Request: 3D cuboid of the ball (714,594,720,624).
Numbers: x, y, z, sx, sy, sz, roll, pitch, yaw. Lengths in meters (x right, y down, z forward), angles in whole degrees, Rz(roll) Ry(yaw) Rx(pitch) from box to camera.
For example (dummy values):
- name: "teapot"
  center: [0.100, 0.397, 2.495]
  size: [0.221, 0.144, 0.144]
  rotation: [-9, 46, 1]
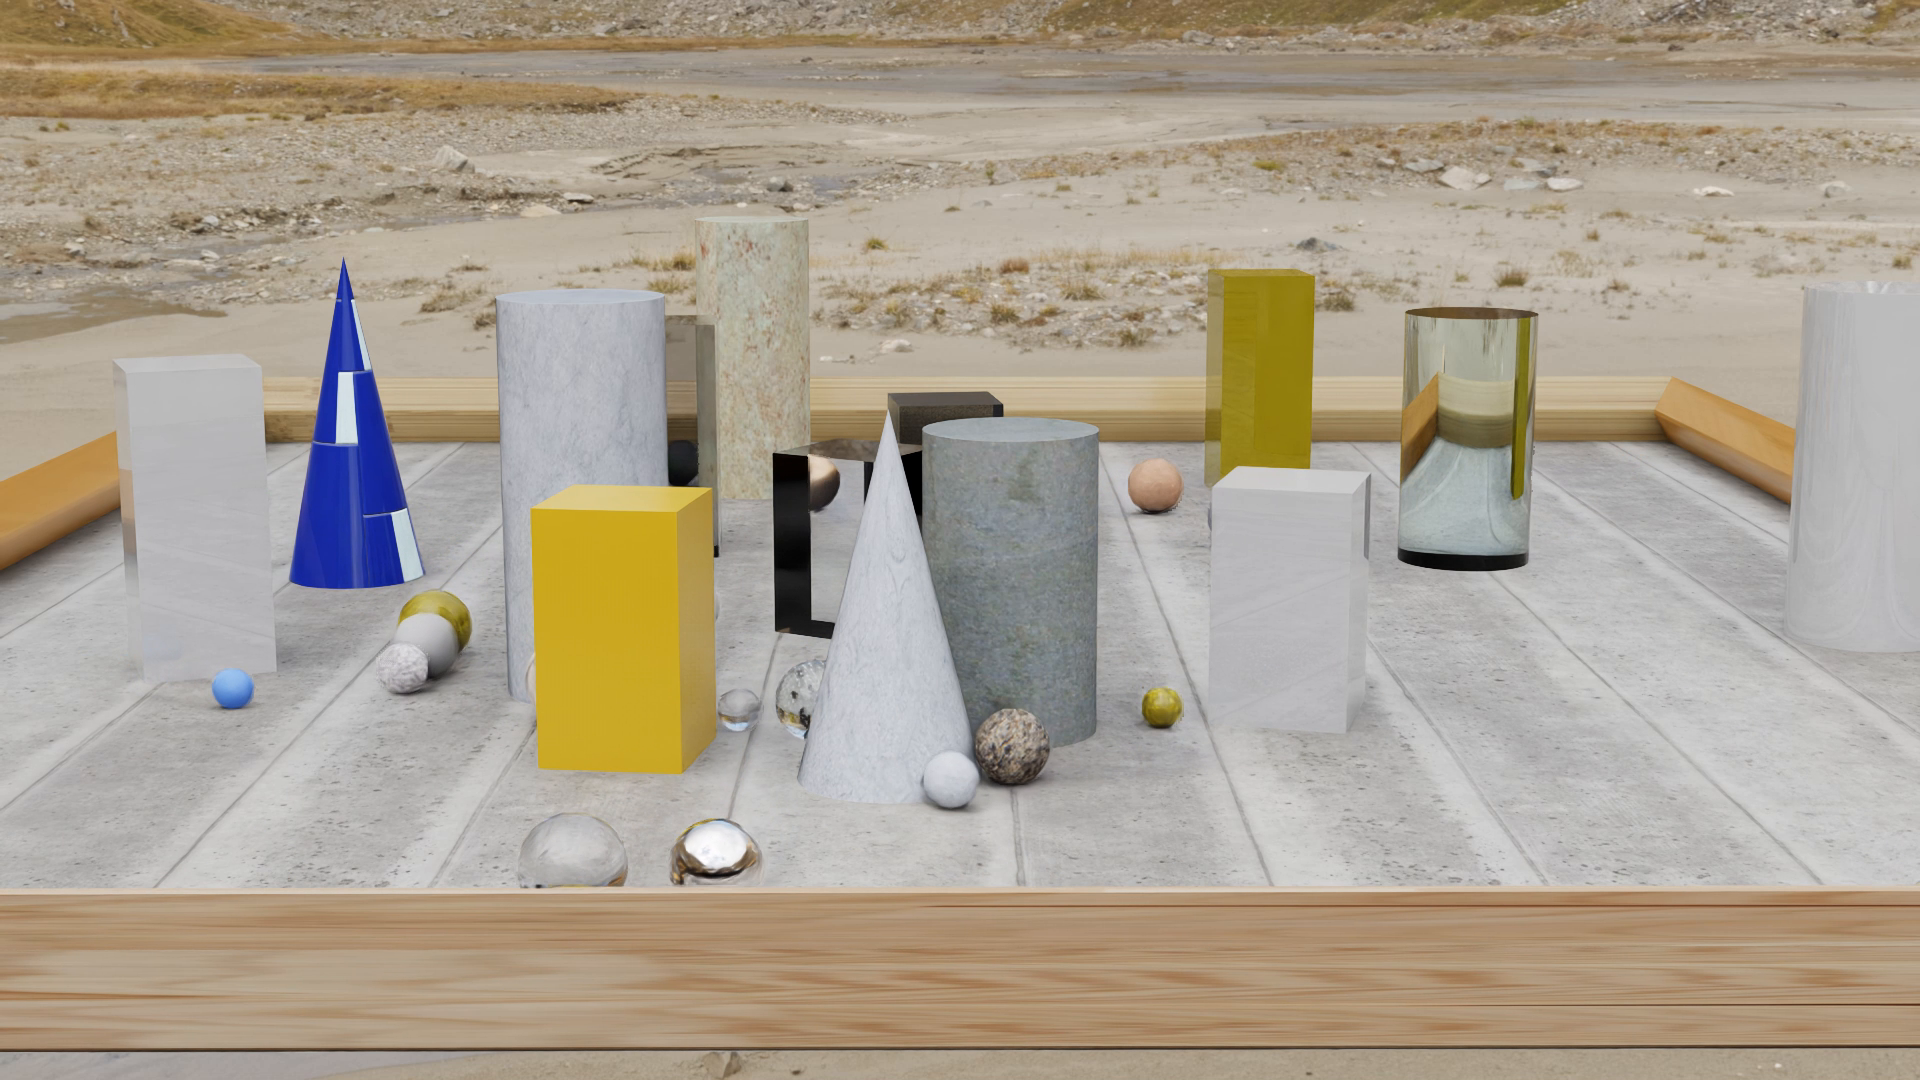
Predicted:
- name: "ball"
  center: [-0.340, 0.089, 3.330]
  size: [0.059, 0.059, 0.059]
  rotation: [0, 11, 0]

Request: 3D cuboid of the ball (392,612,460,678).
- name: "ball"
  center: [-0.640, 0.126, 3.073]
  size: [0.079, 0.079, 0.079]
  rotation: [0, 11, 0]

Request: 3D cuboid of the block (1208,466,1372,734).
- name: "block"
  center: [0.372, 0.064, 2.891]
  size: [0.154, 0.268, 0.154]
  rotation: [3, 11, 16]

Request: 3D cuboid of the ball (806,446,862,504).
- name: "ball"
  center: [-0.211, -0.108, 4.289]
  size: [0.096, 0.096, 0.096]
  rotation: [0, 11, 0]

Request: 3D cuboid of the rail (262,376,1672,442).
- name: "rail"
  center: [-0.009, -0.251, 4.970]
  size: [2.792, 0.125, 0.045]
  rotation: [0, 11, 0]

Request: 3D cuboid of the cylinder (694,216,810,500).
- name: "cylinder"
  center: [-0.353, -0.315, 4.391]
  size: [0.192, 0.465, 0.192]
  rotation: [0, 11, 0]

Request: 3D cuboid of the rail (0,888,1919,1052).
- name: "rail"
  center: [0.009, 0.315, 1.928]
  size: [2.792, 0.125, 0.045]
  rotation: [0, 11, 0]

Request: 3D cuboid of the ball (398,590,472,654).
- name: "ball"
  center: [-0.646, 0.106, 3.155]
  size: [0.090, 0.090, 0.090]
  rotation: [0, 11, 0]

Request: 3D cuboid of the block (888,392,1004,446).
- name: "block"
  center: [-0.023, -0.096, 3.847]
  size: [0.154, 0.234, 0.154]
  rotation: [-1, 11, -8]

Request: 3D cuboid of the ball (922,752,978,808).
- name: "ball"
  center: [-0.009, 0.237, 2.541]
  size: [0.056, 0.056, 0.056]
  rotation: [0, 11, 0]

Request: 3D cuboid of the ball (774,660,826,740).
- name: "ball"
  center: [-0.156, 0.175, 2.785]
  size: [0.090, 0.090, 0.090]
  rotation: [0, 11, 0]

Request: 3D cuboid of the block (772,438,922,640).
- name: "block"
  center: [-0.135, -0.001, 3.334]
  size: [0.154, 0.235, 0.154]
  rotation: [6, 12, 30]

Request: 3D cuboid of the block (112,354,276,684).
- name: "block"
  center: [-0.930, -0.030, 3.114]
  size: [0.154, 0.372, 0.154]
  rotation: [-5, 11, -23]

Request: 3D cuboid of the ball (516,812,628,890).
- name: "ball"
  center: [-0.333, 0.281, 2.201]
  size: [0.095, 0.095, 0.095]
  rotation: [0, 11, 0]

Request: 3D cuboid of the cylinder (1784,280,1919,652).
- name: "cylinder"
  center: [1.161, -0.097, 3.264]
  size: [0.192, 0.448, 0.192]
  rotation: [0, 11, 0]

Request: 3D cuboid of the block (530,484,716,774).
- name: "block"
  center: [-0.354, 0.091, 2.722]
  size: [0.154, 0.276, 0.154]
  rotation: [2, 11, 8]

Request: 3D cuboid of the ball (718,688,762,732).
- name: "ball"
  center: [-0.243, 0.187, 2.831]
  size: [0.048, 0.048, 0.048]
  rotation: [0, 11, 0]

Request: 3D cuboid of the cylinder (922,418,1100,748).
- name: "cylinder"
  center: [0.055, 0.044, 2.816]
  size: [0.192, 0.335, 0.192]
  rotation: [0, 11, 0]

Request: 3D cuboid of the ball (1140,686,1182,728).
- name: "ball"
  center: [0.224, 0.185, 2.848]
  size: [0.046, 0.046, 0.046]
  rotation: [0, 11, 0]

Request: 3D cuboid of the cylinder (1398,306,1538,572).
- name: "cylinder"
  center: [0.748, -0.152, 3.784]
  size: [0.192, 0.366, 0.192]
  rotation: [0, 11, 0]

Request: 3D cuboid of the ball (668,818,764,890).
- name: "ball"
  center: [-0.211, 0.283, 2.222]
  size: [0.083, 0.083, 0.083]
  rotation: [0, 11, 0]

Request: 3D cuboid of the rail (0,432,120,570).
- name: "rail"
  center: [-1.372, 0.034, 3.441]
  size: [0.045, 0.125, 3.141]
  rotation: [0, 11, 0]

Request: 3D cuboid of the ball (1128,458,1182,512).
- name: "ball"
  center: [0.319, -0.090, 4.206]
  size: [0.090, 0.090, 0.090]
  rotation: [0, 11, 0]

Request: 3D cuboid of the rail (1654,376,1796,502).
- name: "rail"
  center: [1.372, 0.031, 3.457]
  size: [0.045, 0.125, 3.141]
  rotation: [0, 11, 0]

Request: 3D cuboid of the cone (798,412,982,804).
- name: "cone"
  center: [-0.072, 0.056, 2.617]
  size: [0.192, 0.384, 0.192]
  rotation: [0, 11, 0]

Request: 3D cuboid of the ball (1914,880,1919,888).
- name: "ball"
  center: [0.828, 0.304, 2.126]
  size: [0.075, 0.075, 0.075]
  rotation: [0, 11, 0]

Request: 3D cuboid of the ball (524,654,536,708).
- name: "ball"
  center: [-0.440, 0.156, 2.872]
  size: [0.094, 0.094, 0.094]
  rotation: [0, 11, 0]

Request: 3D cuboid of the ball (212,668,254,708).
- name: "ball"
  center: [-0.832, 0.169, 2.934]
  size: [0.046, 0.046, 0.046]
  rotation: [0, 11, 0]

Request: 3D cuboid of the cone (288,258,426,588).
- name: "cone"
  center: [-0.868, -0.174, 3.653]
  size: [0.192, 0.459, 0.192]
  rotation: [0, 11, 0]

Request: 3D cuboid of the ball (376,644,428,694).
- name: "ball"
  center: [-0.651, 0.150, 2.999]
  size: [0.059, 0.059, 0.059]
  rotation: [0, 11, 0]

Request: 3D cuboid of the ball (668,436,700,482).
- name: "ball"
  center: [-0.497, -0.144, 4.523]
  size: [0.080, 0.080, 0.080]
  rotation: [0, 11, 0]

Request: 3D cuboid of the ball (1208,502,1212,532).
- name: "ball"
  center: [0.423, -0.035, 3.901]
  size: [0.093, 0.093, 0.093]
  rotation: [0, 11, 0]

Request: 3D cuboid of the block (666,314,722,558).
- name: "block"
  center: [-0.441, -0.158, 3.867]
  size: [0.154, 0.348, 0.154]
  rotation: [-1, 11, -3]

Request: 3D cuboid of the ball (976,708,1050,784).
- name: "ball"
  center: [0.054, 0.211, 2.625]
  size: [0.077, 0.077, 0.077]
  rotation: [0, 11, 0]

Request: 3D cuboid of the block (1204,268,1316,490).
- name: "block"
  center: [0.511, -0.269, 4.391]
  size: [0.154, 0.376, 0.154]
  rotation: [-1, 11, -5]

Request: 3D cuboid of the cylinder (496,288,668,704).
- name: "cylinder"
  center: [-0.435, -0.052, 2.983]
  size: [0.192, 0.463, 0.192]
  rotation: [0, 11, 0]
